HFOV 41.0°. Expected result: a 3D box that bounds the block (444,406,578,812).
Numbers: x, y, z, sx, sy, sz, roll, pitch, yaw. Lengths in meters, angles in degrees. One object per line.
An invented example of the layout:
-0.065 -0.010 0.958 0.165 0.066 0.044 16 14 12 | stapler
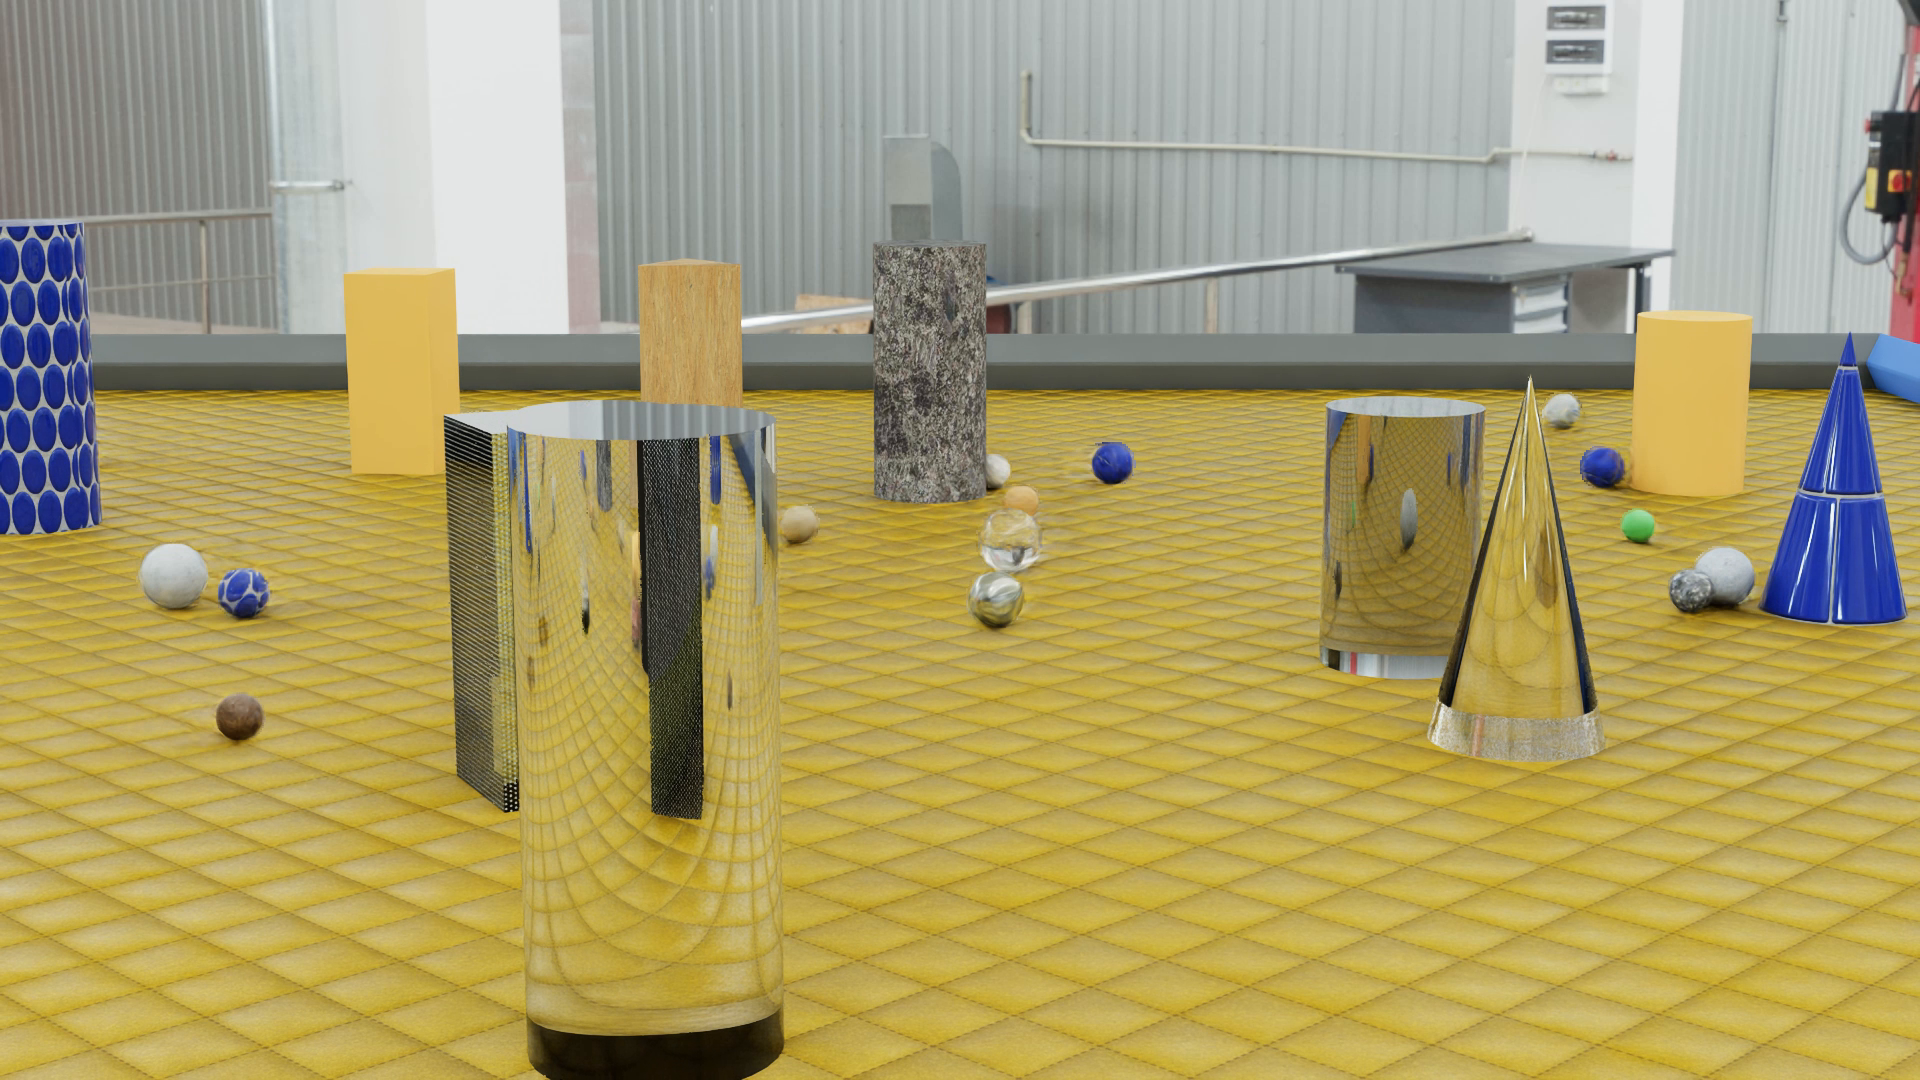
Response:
-0.417 0.064 2.592 0.153 0.376 0.153 -6 12 -28 | block

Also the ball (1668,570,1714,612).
0.981 0.069 3.440 0.058 0.058 0.058 0 11 0 | ball

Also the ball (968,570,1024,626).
0.047 0.077 3.353 0.073 0.073 0.073 0 11 0 | ball

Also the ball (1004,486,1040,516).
0.098 -0.060 4.129 0.058 0.058 0.058 0 11 0 | ball

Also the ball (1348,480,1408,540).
0.644 -0.045 3.959 0.092 0.092 0.092 0 11 0 | ball

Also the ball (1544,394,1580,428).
1.216 -0.261 5.181 0.070 0.070 0.070 0 11 0 | ball

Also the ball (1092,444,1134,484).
0.267 -0.133 4.483 0.073 0.073 0.073 0 11 0 | ball

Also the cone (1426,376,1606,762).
0.607 0.020 2.765 0.192 0.400 0.192 0 11 0 | cone

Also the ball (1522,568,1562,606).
0.790 0.064 3.478 0.053 0.053 0.053 0 11 0 | ball

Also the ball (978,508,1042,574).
0.073 0.001 3.705 0.093 0.093 0.093 0 11 0 | ball

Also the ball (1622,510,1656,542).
1.043 -0.021 3.945 0.050 0.050 0.050 0 11 0 | ball

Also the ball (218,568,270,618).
-0.952 0.070 3.409 0.067 0.067 0.067 0 11 0 | ball

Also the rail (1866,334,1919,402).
2.068 0.030 3.461 0.045 0.125 4.751 0 11 0 | rail

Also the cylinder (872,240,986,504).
-0.051 -0.289 4.351 0.192 0.428 0.192 0 11 0 | cylinder

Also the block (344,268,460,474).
-1.008 -0.308 4.648 0.153 0.357 0.153 1 11 8 | block

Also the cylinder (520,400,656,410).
-0.451 -0.012 3.201 0.192 0.303 0.192 0 11 0 | cylinder

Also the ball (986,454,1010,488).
0.058 -0.120 4.450 0.060 0.060 0.060 0 11 0 | ball

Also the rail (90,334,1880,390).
-0.014 -0.398 5.761 4.183 0.125 0.045 0 11 0 | rail

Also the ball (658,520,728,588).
-0.374 0.020 3.596 0.096 0.096 0.096 0 11 0 | ball

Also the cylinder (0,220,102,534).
-1.474 -0.262 4.064 0.192 0.479 0.192 0 11 0 | cylinder

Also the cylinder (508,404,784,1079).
-0.228 0.147 1.883 0.192 0.473 0.192 0 11 0 | cylinder

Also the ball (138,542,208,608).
-1.062 0.048 3.463 0.089 0.089 0.089 0 11 0 | ball

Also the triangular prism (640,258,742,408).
-0.460 -0.276 4.368 0.166 0.395 0.144 -2 11 -8 | triangular prism

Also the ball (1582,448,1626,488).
1.116 -0.125 4.447 0.071 0.071 0.071 0 11 0 | ball

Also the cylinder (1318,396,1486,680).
0.540 -0.006 3.137 0.192 0.316 0.192 0 11 0 | cylinder

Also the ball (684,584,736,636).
-0.322 0.090 3.302 0.067 0.067 0.067 0 11 0 | ball

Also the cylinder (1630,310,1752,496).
1.263 -0.239 4.437 0.192 0.298 0.192 0 11 0 | cylinder

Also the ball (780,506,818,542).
-0.247 -0.024 3.943 0.057 0.057 0.057 0 11 0 | ball

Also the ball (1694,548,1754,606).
1.036 0.050 3.479 0.080 0.080 0.080 0 11 0 | ball

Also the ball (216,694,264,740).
-0.785 0.192 2.795 0.051 0.051 0.051 0 11 0 | ball

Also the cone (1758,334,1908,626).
1.175 -0.091 3.421 0.192 0.379 0.192 0 11 0 | cone
